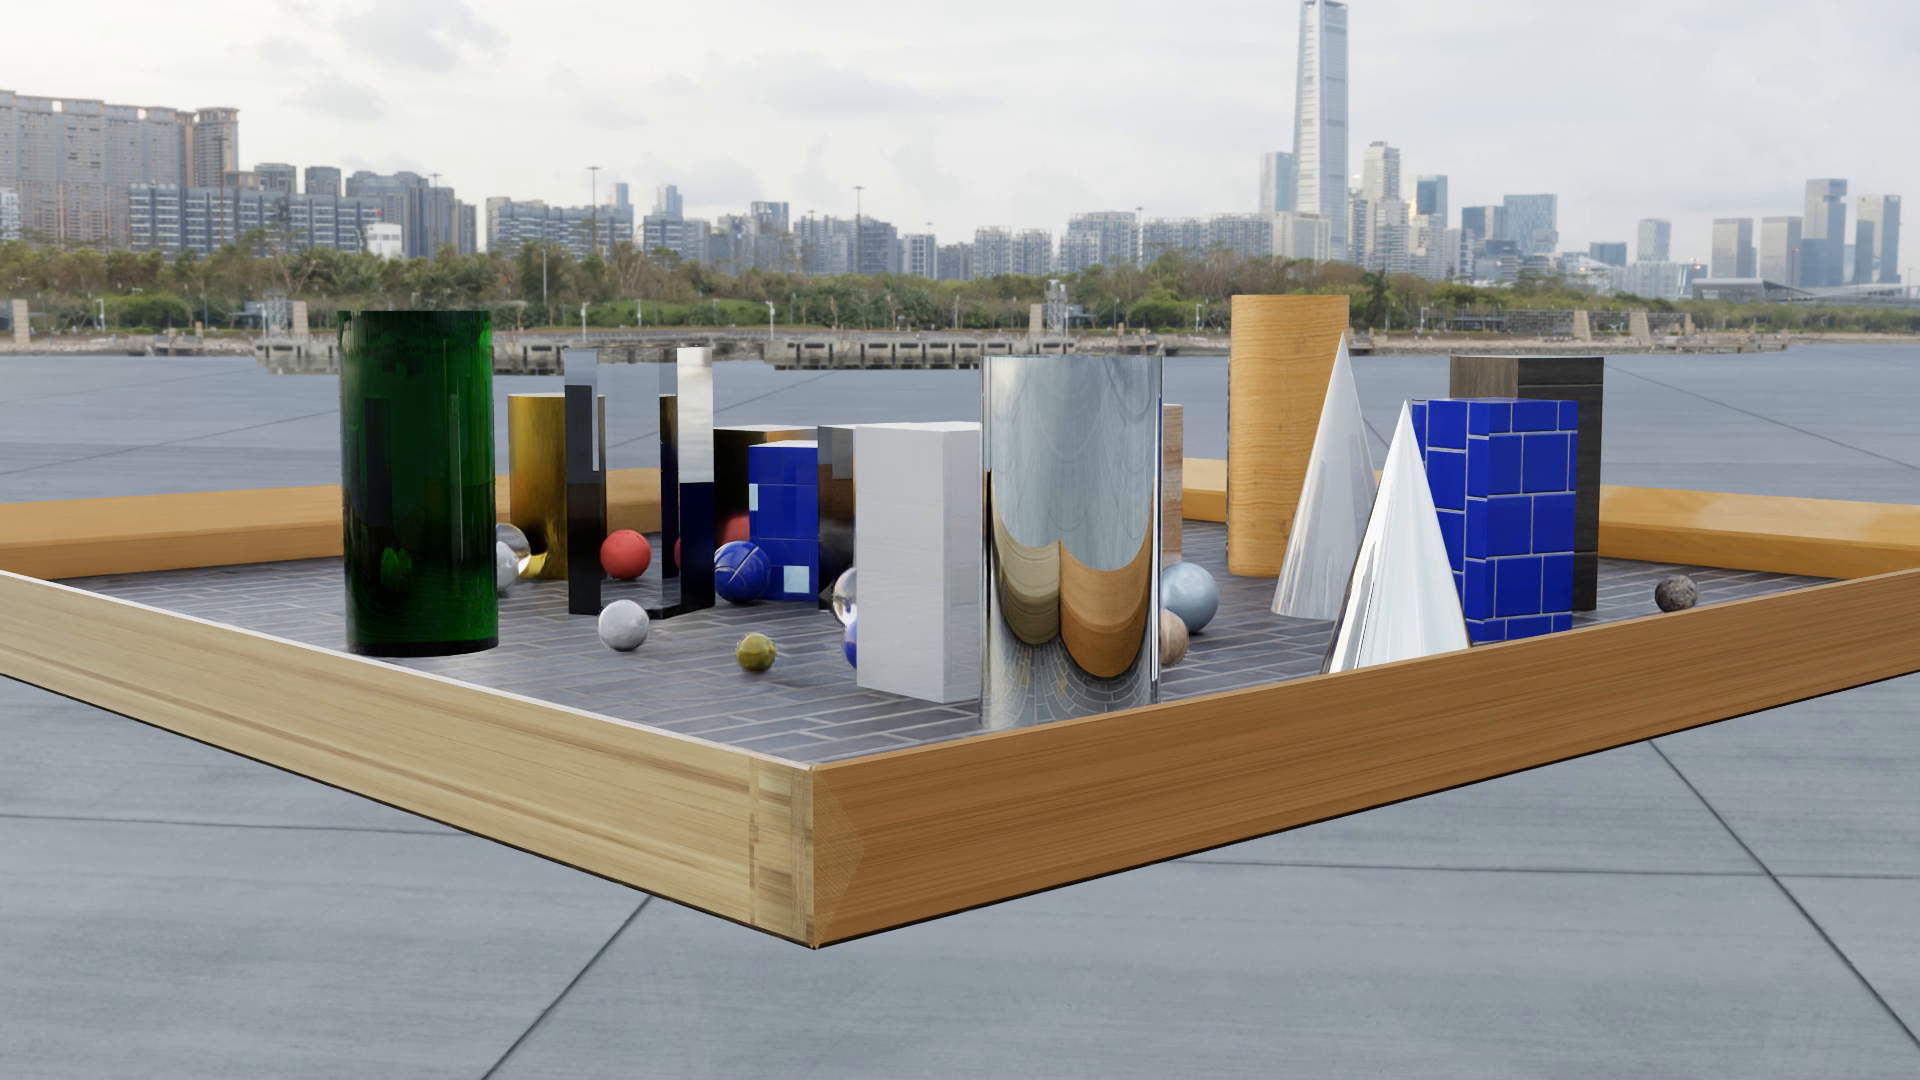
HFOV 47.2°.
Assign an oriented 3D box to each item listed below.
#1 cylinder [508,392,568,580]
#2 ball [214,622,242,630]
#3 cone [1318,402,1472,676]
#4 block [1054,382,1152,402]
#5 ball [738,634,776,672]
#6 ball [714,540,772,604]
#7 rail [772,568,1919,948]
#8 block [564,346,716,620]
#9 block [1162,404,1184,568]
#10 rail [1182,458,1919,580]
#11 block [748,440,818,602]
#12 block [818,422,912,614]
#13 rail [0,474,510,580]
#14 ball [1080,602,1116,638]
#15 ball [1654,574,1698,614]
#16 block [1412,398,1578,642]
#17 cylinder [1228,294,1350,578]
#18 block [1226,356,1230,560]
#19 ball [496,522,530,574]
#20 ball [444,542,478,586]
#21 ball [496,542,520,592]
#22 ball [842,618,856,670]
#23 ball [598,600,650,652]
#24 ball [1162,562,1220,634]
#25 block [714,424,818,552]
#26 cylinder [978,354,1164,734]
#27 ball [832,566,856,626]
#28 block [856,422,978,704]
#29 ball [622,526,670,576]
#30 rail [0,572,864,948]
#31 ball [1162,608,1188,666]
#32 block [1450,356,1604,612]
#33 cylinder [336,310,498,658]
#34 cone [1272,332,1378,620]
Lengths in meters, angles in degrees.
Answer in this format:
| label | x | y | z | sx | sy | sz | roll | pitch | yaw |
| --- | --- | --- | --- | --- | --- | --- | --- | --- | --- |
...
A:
| label | x | y | z | sx | sy | sz | roll | pitch | yaw |
| --- | --- | --- | --- | --- | --- | --- | --- | --- | --- |
| cylinder | -0.665 | -0.095 | 3.734 | 0.197 | 0.303 | 0.197 | 0 | 6 | 0 |
| ball | -0.826 | 0.141 | 2.449 | 0.099 | 0.099 | 0.099 | 0 | 6 | 0 |
| cone | 0.520 | 0.005 | 2.586 | 0.197 | 0.341 | 0.197 | 0 | 6 | 0 |
| block | 0.264 | -0.133 | 4.065 | 0.158 | 0.310 | 0.158 | 1 | 6 | 13 |
| ball | -0.251 | 0.139 | 2.714 | 0.048 | 0.048 | 0.048 | 0 | 6 | 0 |
| ball | -0.335 | 0.049 | 3.351 | 0.096 | 0.096 | 0.096 | 0 | 6 | 0 |
| rail | 0.841 | 0.128 | 2.426 | 2.609 | 0.128 | 0.045 | -5 | 8 | -42 |
| block | -0.473 | -0.090 | 3.260 | 0.158 | 0.390 | 0.158 | 2 | 6 | 22 |
| block | 0.207 | -0.037 | 3.124 | 0.158 | 0.313 | 0.158 | -3 | 7 | -24 |
| rail | 0.941 | -0.057 | 4.196 | 0.045 | 0.128 | 2.527 | -5 | 8 | -42 |
| block | -0.227 | -0.032 | 3.444 | 0.158 | 0.237 | 0.158 | 2 | 6 | 16 |
| block | -0.101 | -0.030 | 3.238 | 0.158 | 0.275 | 0.158 | -4 | 7 | -34 |
| rail | -0.841 | -0.061 | 4.238 | 2.609 | 0.128 | 0.045 | -5 | 8 | -42 |
| ball | 0.189 | 0.109 | 3.006 | 0.048 | 0.048 | 0.048 | 0 | 6 | 0 |
| ball | 1.049 | 0.080 | 3.222 | 0.060 | 0.060 | 0.060 | 0 | 6 | 0 |
| block | 0.739 | -0.034 | 3.056 | 0.158 | 0.321 | 0.158 | -3 | 7 | -28 |
| cylinder | 0.557 | -0.179 | 3.735 | 0.197 | 0.470 | 0.197 | 0 | 6 | 0 |
| block | 0.568 | -0.153 | 3.992 | 0.158 | 0.364 | 0.158 | 1 | 6 | 10 |
| ball | -0.758 | 0.020 | 3.626 | 0.097 | 0.097 | 0.097 | 0 | 6 | 0 |
| ball | -0.797 | 0.040 | 3.551 | 0.071 | 0.071 | 0.071 | 0 | 6 | 0 |
| ball | -0.739 | 0.042 | 3.488 | 0.081 | 0.081 | 0.081 | 0 | 6 | 0 |
| ball | -0.105 | 0.127 | 2.691 | 0.078 | 0.078 | 0.078 | 0 | 6 | 0 |
| ball | -0.441 | 0.112 | 2.883 | 0.067 | 0.067 | 0.067 | 0 | 6 | 0 |
| ball | 0.309 | 0.080 | 3.041 | 0.098 | 0.098 | 0.098 | 0 | 6 | 0 |
| block | -0.333 | -0.072 | 3.798 | 0.158 | 0.243 | 0.158 | 5 | 8 | 39 |
| cylinder | 0.119 | 0.001 | 2.367 | 0.197 | 0.396 | 0.197 | 0 | 6 | 0 |
| ball | -0.131 | 0.080 | 3.057 | 0.094 | 0.094 | 0.094 | 0 | 6 | 0 |
| block | -0.011 | 0.020 | 2.594 | 0.158 | 0.309 | 0.158 | -5 | 8 | -41 |
| ball | -0.529 | 0.018 | 3.709 | 0.083 | 0.083 | 0.083 | 0 | 6 | 0 |
| rail | -0.941 | 0.124 | 2.468 | 0.045 | 0.128 | 2.527 | -5 | 8 | -42 |
| ball | 0.248 | 0.122 | 2.754 | 0.074 | 0.074 | 0.074 | 0 | 6 | 0 |
| block | 0.846 | -0.087 | 3.305 | 0.158 | 0.376 | 0.158 | -3 | 7 | -25 |
| cylinder | -0.715 | -0.080 | 2.904 | 0.197 | 0.444 | 0.197 | 0 | 6 | 0 |
| cone | 0.562 | -0.101 | 3.247 | 0.197 | 0.415 | 0.197 | 0 | 6 | 0 |
